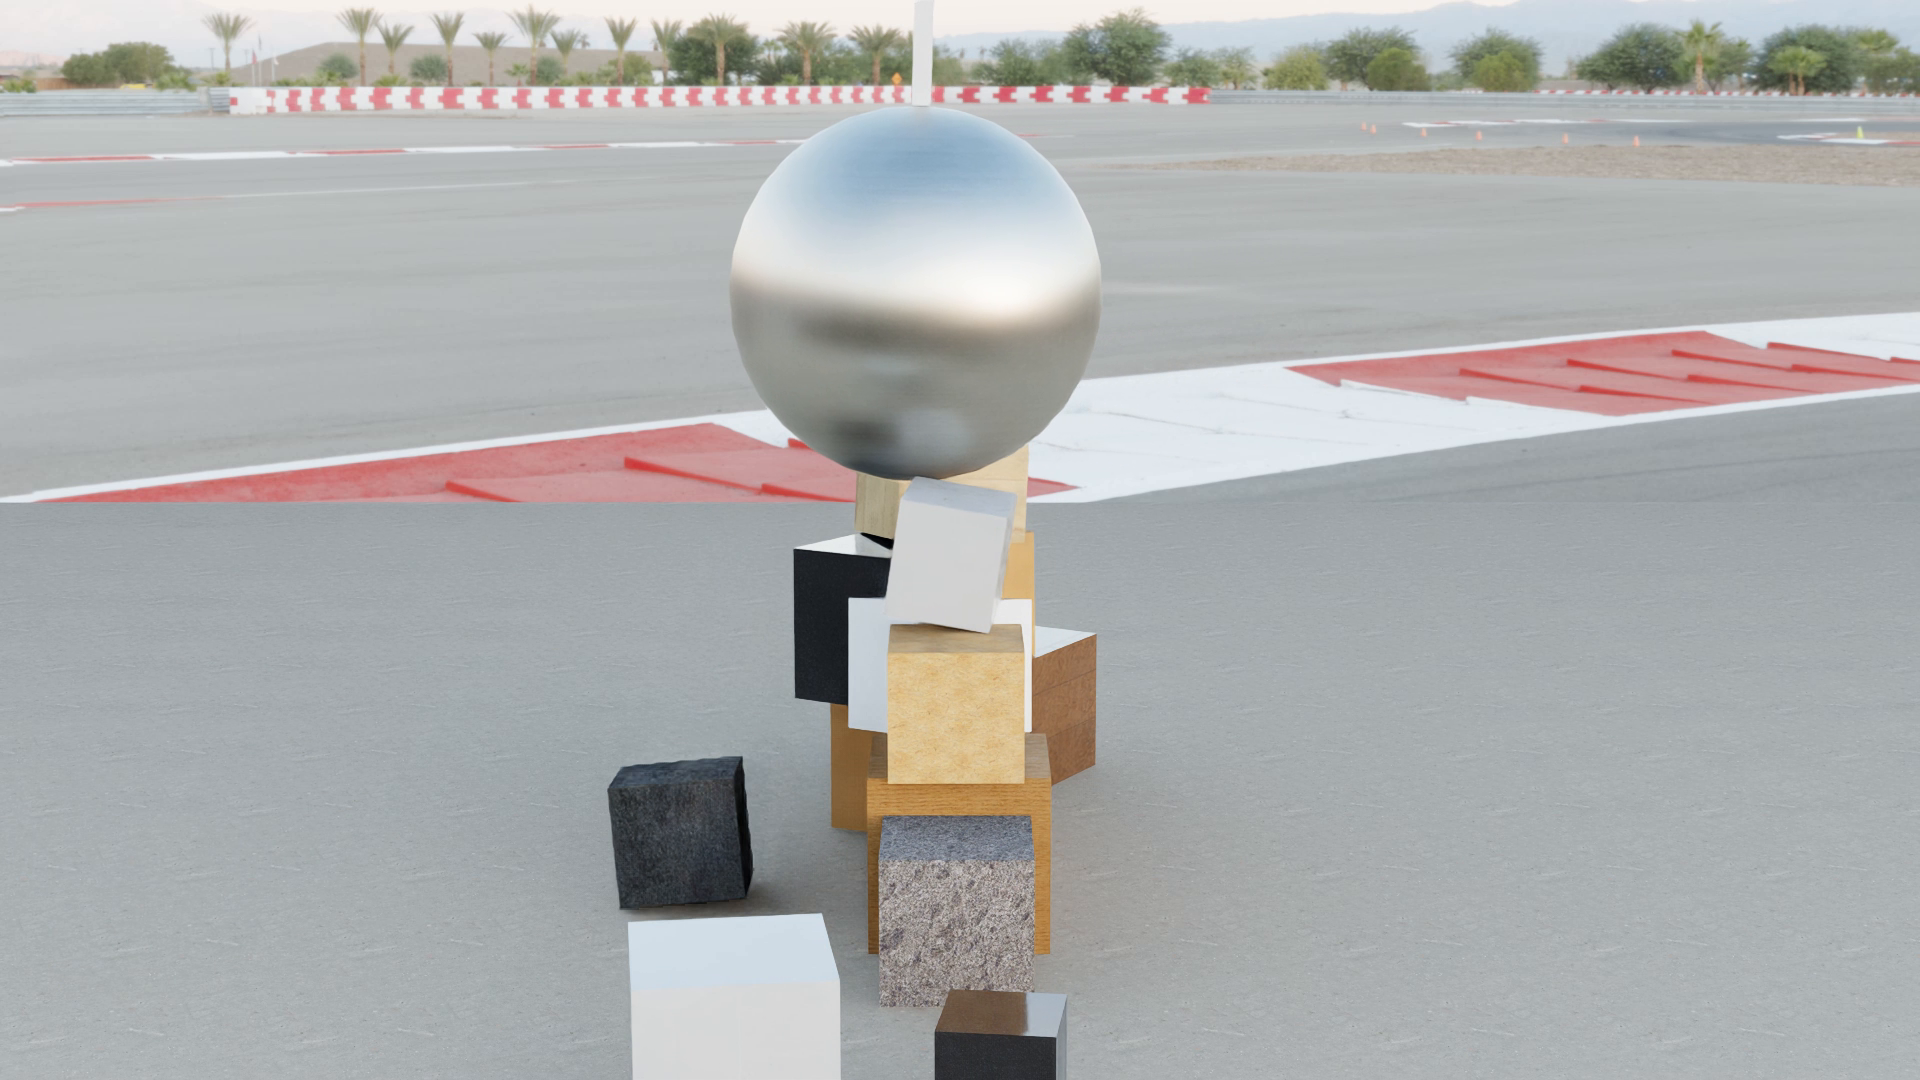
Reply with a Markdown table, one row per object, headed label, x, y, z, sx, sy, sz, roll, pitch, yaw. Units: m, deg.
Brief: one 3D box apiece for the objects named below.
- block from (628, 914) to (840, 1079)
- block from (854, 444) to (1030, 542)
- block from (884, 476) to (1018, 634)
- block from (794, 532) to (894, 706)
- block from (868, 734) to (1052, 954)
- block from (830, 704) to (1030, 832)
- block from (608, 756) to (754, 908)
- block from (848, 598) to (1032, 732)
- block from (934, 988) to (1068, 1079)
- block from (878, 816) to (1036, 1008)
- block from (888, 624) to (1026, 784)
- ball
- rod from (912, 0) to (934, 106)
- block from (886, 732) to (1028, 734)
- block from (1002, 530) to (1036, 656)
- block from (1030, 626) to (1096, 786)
| label | x | y | z | sx | sy | sz | roll | pitch | yaw |
| --- | --- | --- | --- | --- | --- | --- | --- | --- | --- |
| block | -0.767 | 1.675 | 8.626 | 0.670 | 0.619 | 0.676 | -1 | 10 | -8 |
| block | -0.086 | -0.325 | 12.057 | 0.641 | 0.619 | 0.550 | 1 | 5 | -23 |
| block | -0.035 | 0.055 | 10.597 | 0.439 | 0.488 | 0.467 | 10 | 14 | 4 |
| block | -0.348 | 0.366 | 11.827 | 0.588 | 0.698 | 0.605 | 6 | 11 | 33 |
| block | -0.003 | 1.249 | 10.647 | 0.735 | 0.734 | 0.705 | 0 | 10 | 0 |
| block | -0.135 | 0.995 | 12.219 | 0.704 | 0.671 | 0.712 | 5 | 11 | 25 |
| block | -1.194 | 1.250 | 11.026 | 0.529 | 0.517 | 0.484 | -5 | 6 | 0 |
| block | -0.090 | 0.539 | 11.136 | 0.560 | 0.569 | 0.606 | 0 | 0 | -32 |
| block | 0.140 | 1.781 | 8.520 | 0.397 | 0.447 | 0.395 | 1 | 10 | 7 |
| block | -0.012 | 1.440 | 10.019 | 0.590 | 0.581 | 0.600 | 0 | 10 | 0 |
| block | -0.016 | 0.655 | 10.377 | 0.541 | 0.530 | 0.541 | 0 | 10 | 0 |
| ball | -0.189 | -1.052 | 10.989 | 1.600 | 1.600 | 1.600 | 0 | 10 | 0 |
| rod | -0.082 | -4.395 | 10.381 | 0.080 | 5.200 | 0.080 | 2 | 10 | 0 |
| block | -0.015 | 1.175 | 11.351 | 0.633 | 0.627 | 0.687 | 0 | 10 | 0 |
| block | -0.040 | 0.275 | 12.498 | 0.580 | 0.619 | 0.567 | 9 | 16 | 39 |
| block | 0.218 | 0.836 | 13.037 | 0.713 | 0.691 | 0.678 | 6 | 12 | 30 |
